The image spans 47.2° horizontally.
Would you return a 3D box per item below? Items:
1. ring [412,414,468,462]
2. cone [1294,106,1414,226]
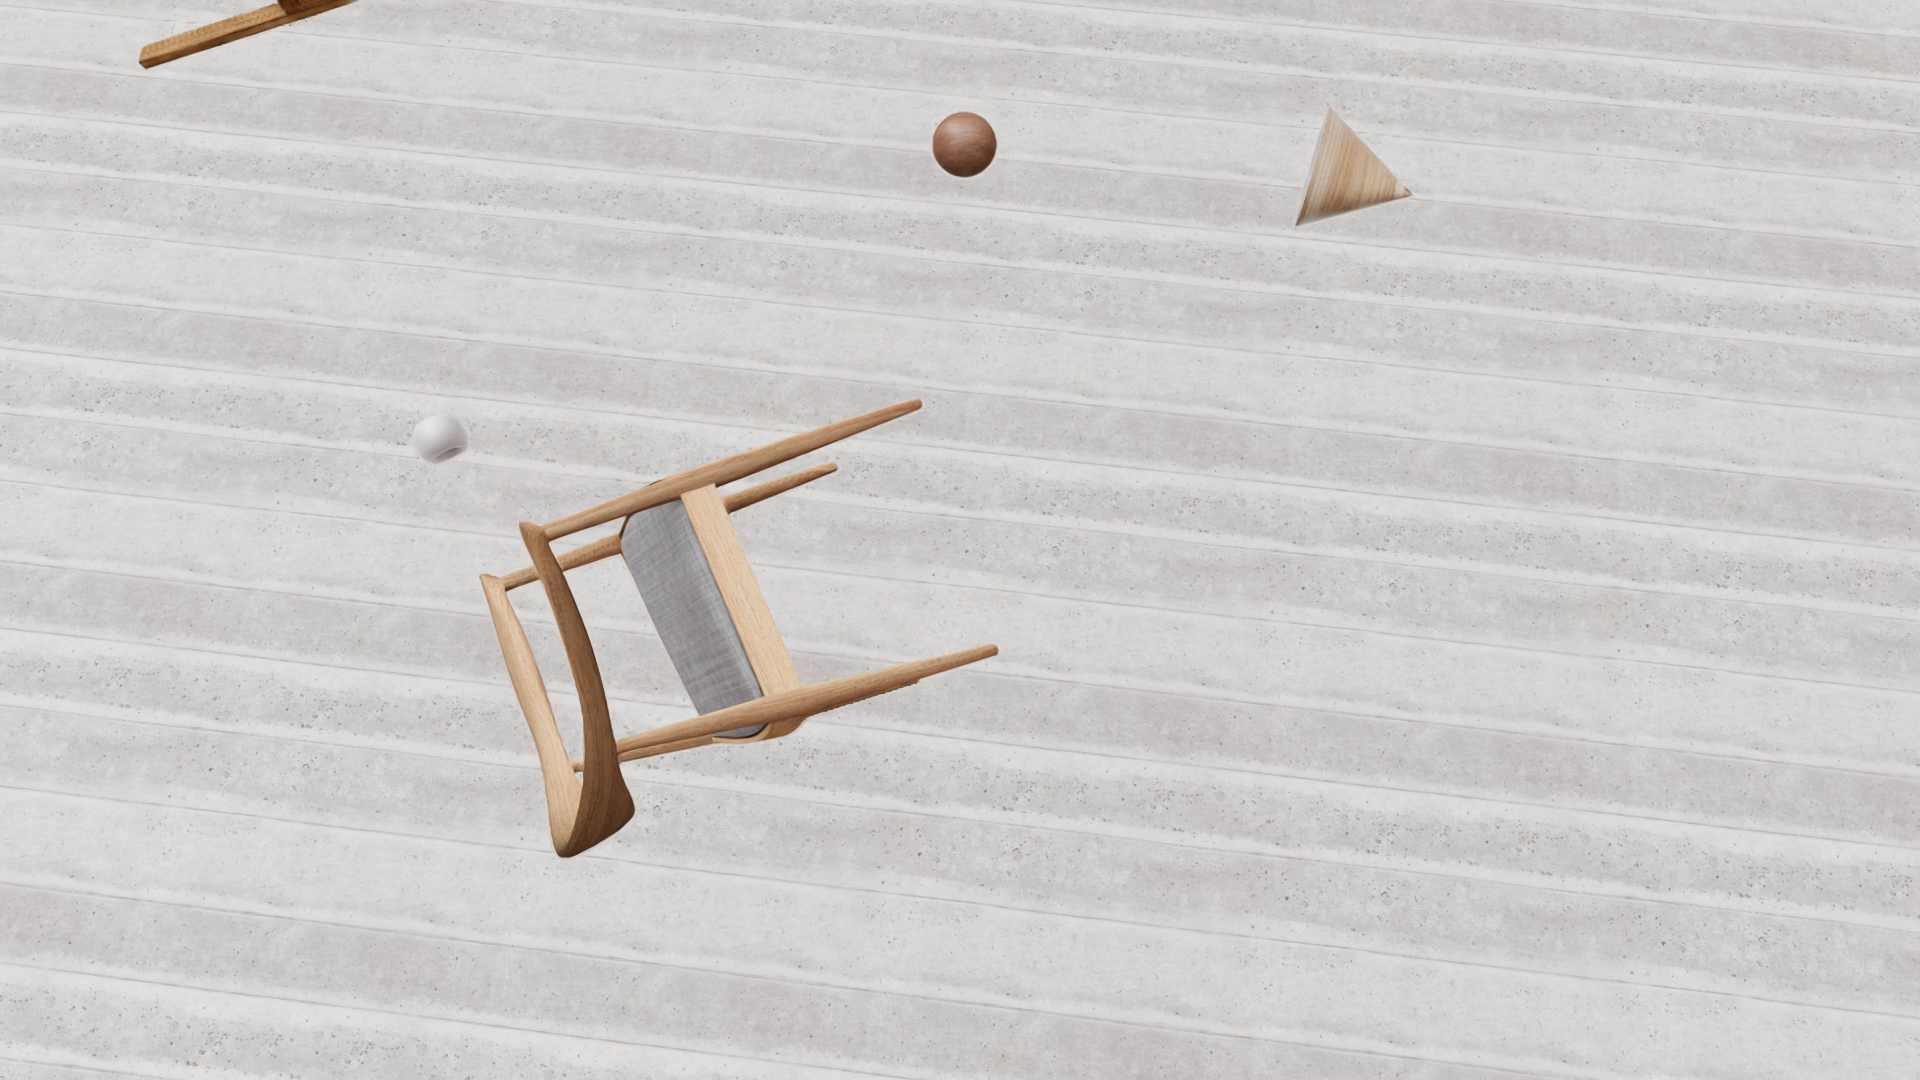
[{"bbox_3d":[-0.874,-0.171,3.701,0.087,0.188,0.061,-27,90,-7],"label":"ring"},{"bbox_3d":[0.626,-0.559,3.419,0.163,0.161,0.290,17,37,4],"label":"cone"}]
